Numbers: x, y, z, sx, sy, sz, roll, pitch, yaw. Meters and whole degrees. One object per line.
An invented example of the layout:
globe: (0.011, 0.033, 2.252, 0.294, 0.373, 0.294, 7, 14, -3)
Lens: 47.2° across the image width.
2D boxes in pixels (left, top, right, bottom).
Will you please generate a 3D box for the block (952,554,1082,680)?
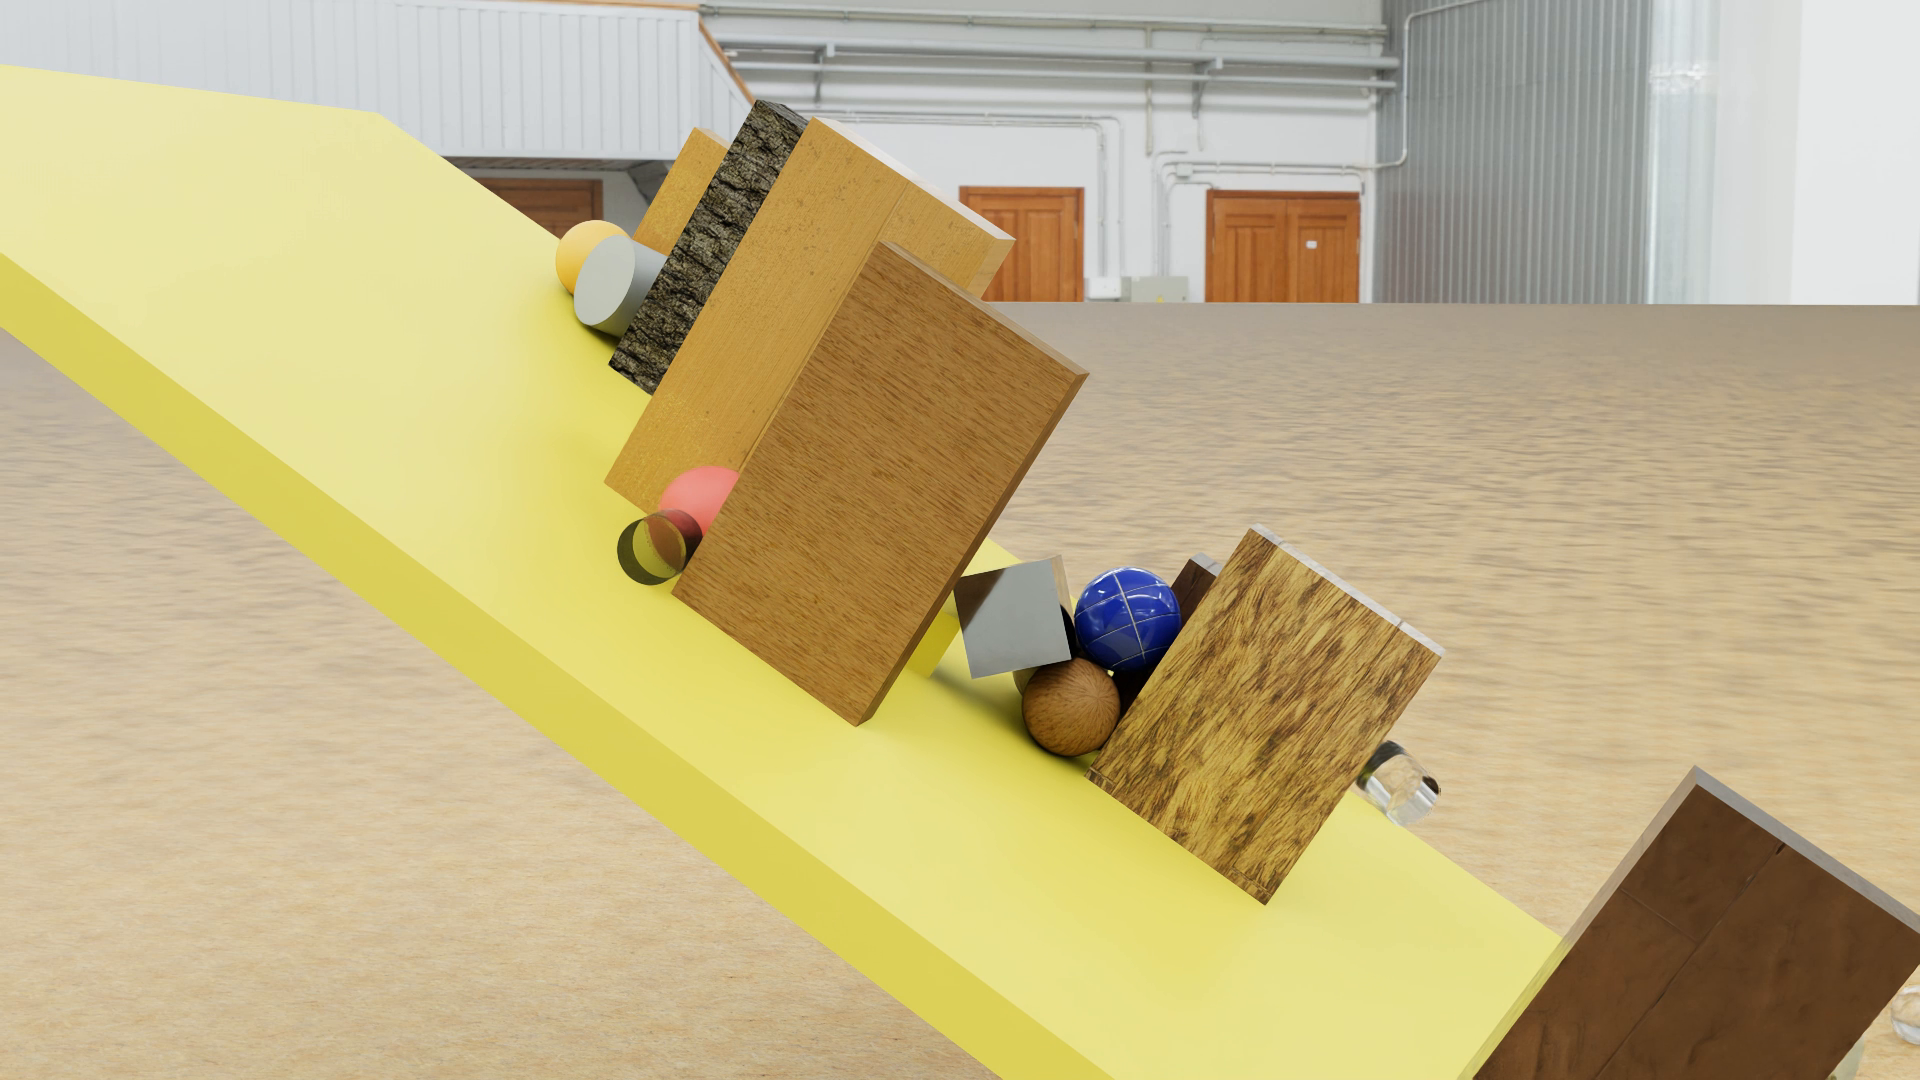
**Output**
block: (0.104, 0.138, 4.008, 0.183, 0.183, 0.183, -12, 0, 9)

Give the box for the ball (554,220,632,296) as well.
ball: (-0.813, -0.623, 4.923, 0.185, 0.185, 0.185, 0, 7, 0)

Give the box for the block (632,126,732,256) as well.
block: (-0.563, -0.649, 4.983, 0.336, 0.453, 0.084, 35, 15, 10)

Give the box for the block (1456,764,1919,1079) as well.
block: (0.940, 0.725, 3.027, 0.357, 0.756, 0.120, 35, 15, 10)

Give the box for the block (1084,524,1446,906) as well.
block: (0.540, 0.312, 3.937, 0.398, 0.553, 0.083, 35, 15, 10)

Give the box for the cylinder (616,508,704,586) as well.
cylinder: (-0.500, 0.011, 3.674, 0.112, 0.112, 0.112, 2, 10, 13)

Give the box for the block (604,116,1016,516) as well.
block: (-0.273, -0.312, 3.891, 0.391, 0.762, 0.120, 35, 15, 10)

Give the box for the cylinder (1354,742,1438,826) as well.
cylinder: (0.964, 0.539, 4.873, 0.134, 0.134, 0.134, -3, 31, -27)

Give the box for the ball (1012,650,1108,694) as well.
ball: (0.191, 0.240, 4.183, 0.185, 0.185, 0.185, 0, 7, 0)

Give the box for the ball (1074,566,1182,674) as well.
ball: (0.307, 0.147, 4.034, 0.198, 0.198, 0.198, 0, 7, 0)

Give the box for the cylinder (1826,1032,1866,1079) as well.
cylinder: (1.966, 1.149, 5.082, 0.180, 0.180, 0.180, 6, 9, 43)

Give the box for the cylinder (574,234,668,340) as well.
cylinder: (-0.695, -0.531, 4.796, 0.207, 0.207, 0.207, 7, -11, 46)

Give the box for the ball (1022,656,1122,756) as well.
ball: (0.203, 0.304, 4.011, 0.182, 0.182, 0.182, 0, 7, 0)

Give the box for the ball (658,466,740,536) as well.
ball: (-0.431, -0.036, 3.811, 0.187, 0.187, 0.187, 0, 7, 0)

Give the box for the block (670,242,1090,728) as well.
block: (-0.138, -0.089, 3.589, 0.388, 0.690, 0.082, 35, 15, 10)

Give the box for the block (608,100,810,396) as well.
block: (-0.412, -0.539, 4.571, 0.352, 0.641, 0.150, 35, 15, 10)

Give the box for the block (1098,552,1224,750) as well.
block: (0.446, 0.270, 4.164, 0.268, 0.408, 0.109, 35, 15, 10)

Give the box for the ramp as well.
ramp: (-0.139, 0.231, 4.105, 4.000, 0.100, 2.000, 35, 15, 10)

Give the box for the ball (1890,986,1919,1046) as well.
ball: (2.310, 1.144, 5.283, 0.142, 0.142, 0.142, 0, 7, 0)

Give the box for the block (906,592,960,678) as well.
block: (-0.072, 0.154, 4.046, 0.125, 0.125, 0.125, 32, 15, -2)
